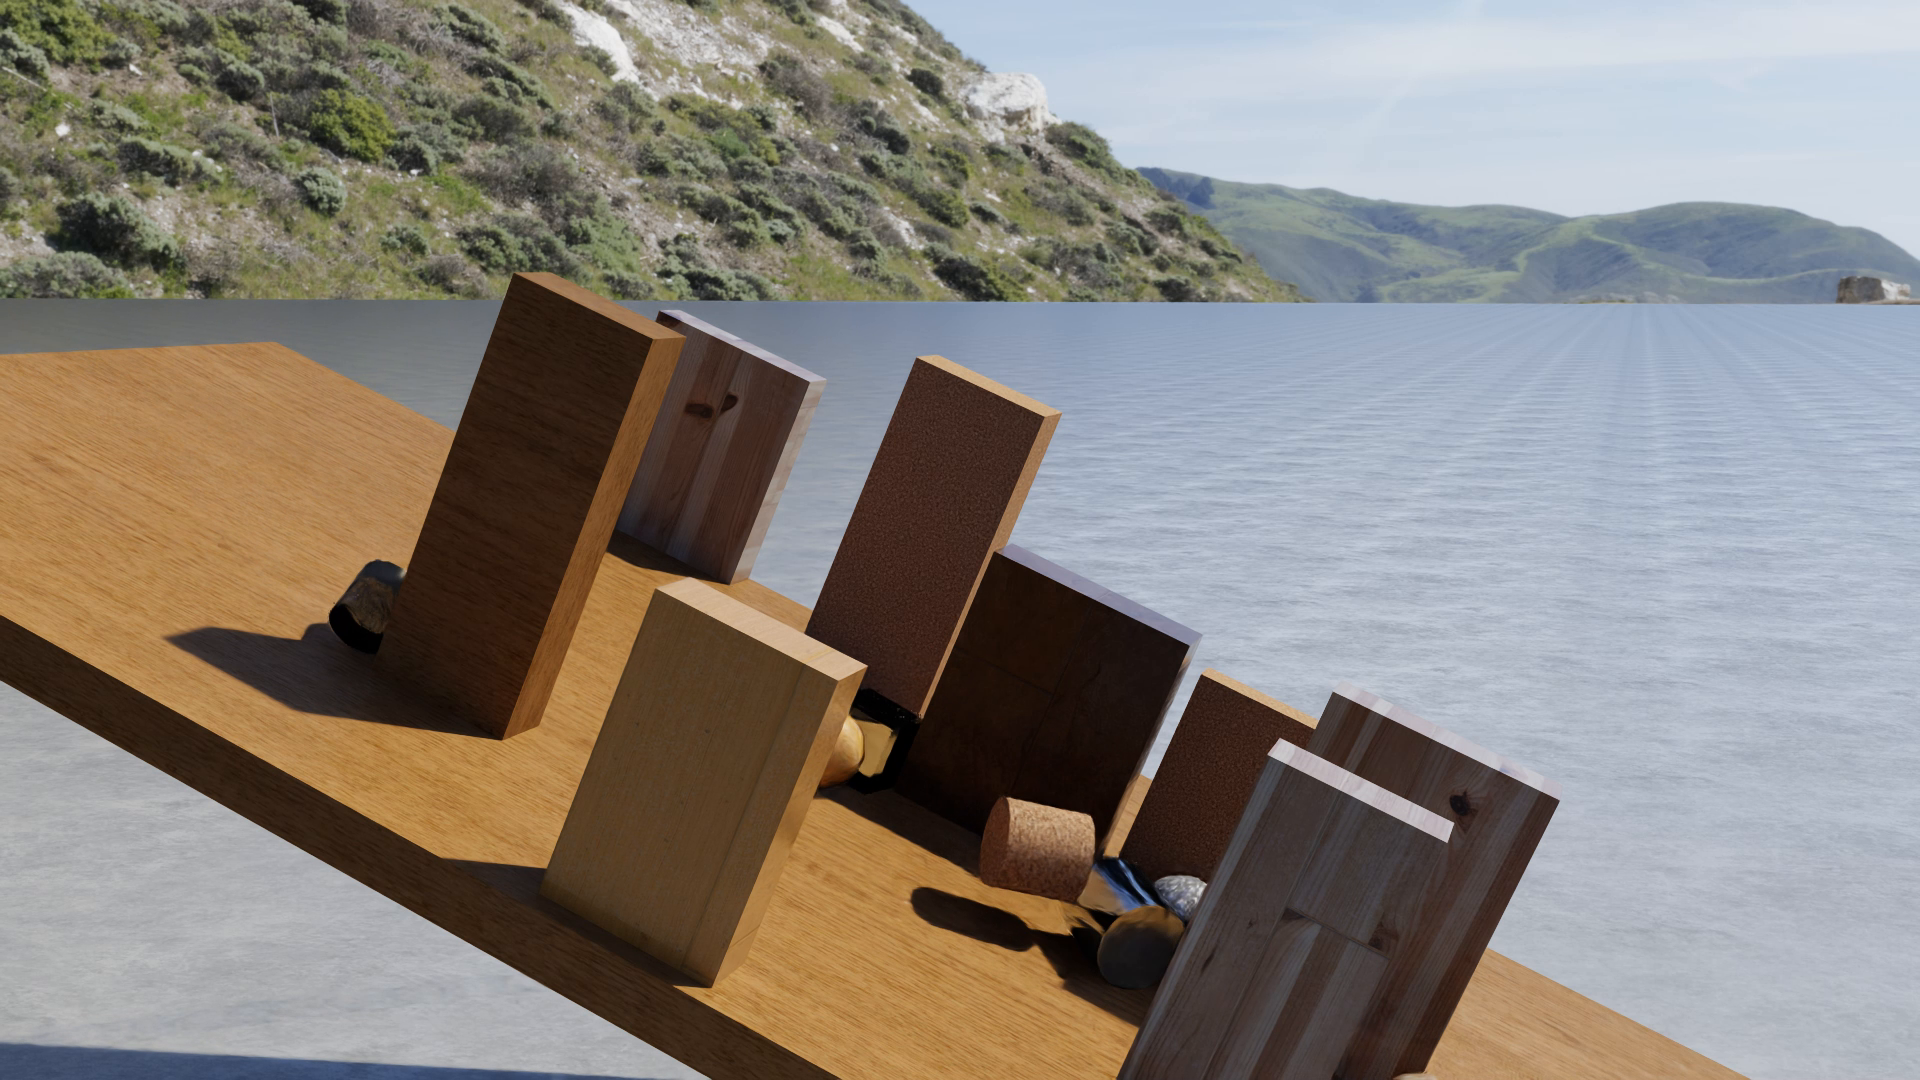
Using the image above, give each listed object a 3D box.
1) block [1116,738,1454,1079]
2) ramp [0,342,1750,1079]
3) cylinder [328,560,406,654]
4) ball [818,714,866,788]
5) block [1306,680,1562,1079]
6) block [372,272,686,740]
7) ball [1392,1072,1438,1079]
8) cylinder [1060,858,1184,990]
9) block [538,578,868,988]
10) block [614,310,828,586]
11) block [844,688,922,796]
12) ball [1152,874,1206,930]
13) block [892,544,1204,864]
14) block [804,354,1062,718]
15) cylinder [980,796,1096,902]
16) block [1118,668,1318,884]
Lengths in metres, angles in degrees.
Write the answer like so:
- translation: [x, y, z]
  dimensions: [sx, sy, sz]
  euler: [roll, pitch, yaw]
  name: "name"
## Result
- translation: [0.469, 0.645, 3.288]
  dimensions: [0.282, 0.625, 0.119]
  euler: [26, 13, 13]
  name: "block"
- translation: [-0.290, 0.506, 4.185]
  dimensions: [4.000, 0.100, 2.000]
  euler: [26, 13, 13]
  name: "ramp"
- translation: [-1.036, 0.119, 3.896]
  dimensions: [0.117, 0.117, 0.117]
  euler: [3, 41, 21]
  name: "cylinder"
- translation: [-0.253, 0.391, 4.148]
  dimensions: [0.151, 0.151, 0.151]
  euler: [0, 7, 0]
  name: "ball"
- translation: [0.721, 0.617, 3.843]
  dimensions: [0.415, 0.616, 0.115]
  euler: [26, 13, 13]
  name: "block"
- translation: [-0.745, -0.058, 3.782]
  dimensions: [0.275, 0.750, 0.133]
  euler: [26, 13, 13]
  name: "block"
- translation: [0.754, 0.950, 3.627]
  dimensions: [0.141, 0.141, 0.141]
  euler: [0, 7, 0]
  name: "ball"
- translation: [0.286, 0.676, 3.878]
  dimensions: [0.167, 0.167, 0.167]
  euler: [-2, 22, -20]
  name: "cylinder"
- translation: [-0.384, 0.357, 3.262]
  dimensions: [0.306, 0.511, 0.124]
  euler: [26, 13, 13]
  name: "block"
- translation: [-0.602, -0.220, 5.180]
  dimensions: [0.406, 0.520, 0.113]
  euler: [26, 13, 13]
  name: "block"
- translation: [-0.181, 0.391, 4.286]
  dimensions: [0.143, 0.143, 0.143]
  euler: [28, 14, 23]
  name: "block"
- translation: [0.402, 0.692, 4.018]
  dimensions: [0.160, 0.160, 0.160]
  euler: [0, 7, 0]
  name: "ball"
- translation: [0.167, 0.335, 4.249]
  dimensions: [0.413, 0.522, 0.131]
  euler: [26, 13, 13]
  name: "block"
- translation: [-0.073, -0.002, 4.740]
  dimensions: [0.305, 0.726, 0.147]
  euler: [26, 13, 13]
  name: "block"
- translation: [0.135, 0.544, 3.862]
  dimensions: [0.157, 0.157, 0.157]
  euler: [14, 4, -13]
  name: "cylinder"
- translation: [0.581, 0.540, 4.321]
  dimensions: [0.415, 0.435, 0.080]
  euler: [26, 13, 13]
  name: "block"
